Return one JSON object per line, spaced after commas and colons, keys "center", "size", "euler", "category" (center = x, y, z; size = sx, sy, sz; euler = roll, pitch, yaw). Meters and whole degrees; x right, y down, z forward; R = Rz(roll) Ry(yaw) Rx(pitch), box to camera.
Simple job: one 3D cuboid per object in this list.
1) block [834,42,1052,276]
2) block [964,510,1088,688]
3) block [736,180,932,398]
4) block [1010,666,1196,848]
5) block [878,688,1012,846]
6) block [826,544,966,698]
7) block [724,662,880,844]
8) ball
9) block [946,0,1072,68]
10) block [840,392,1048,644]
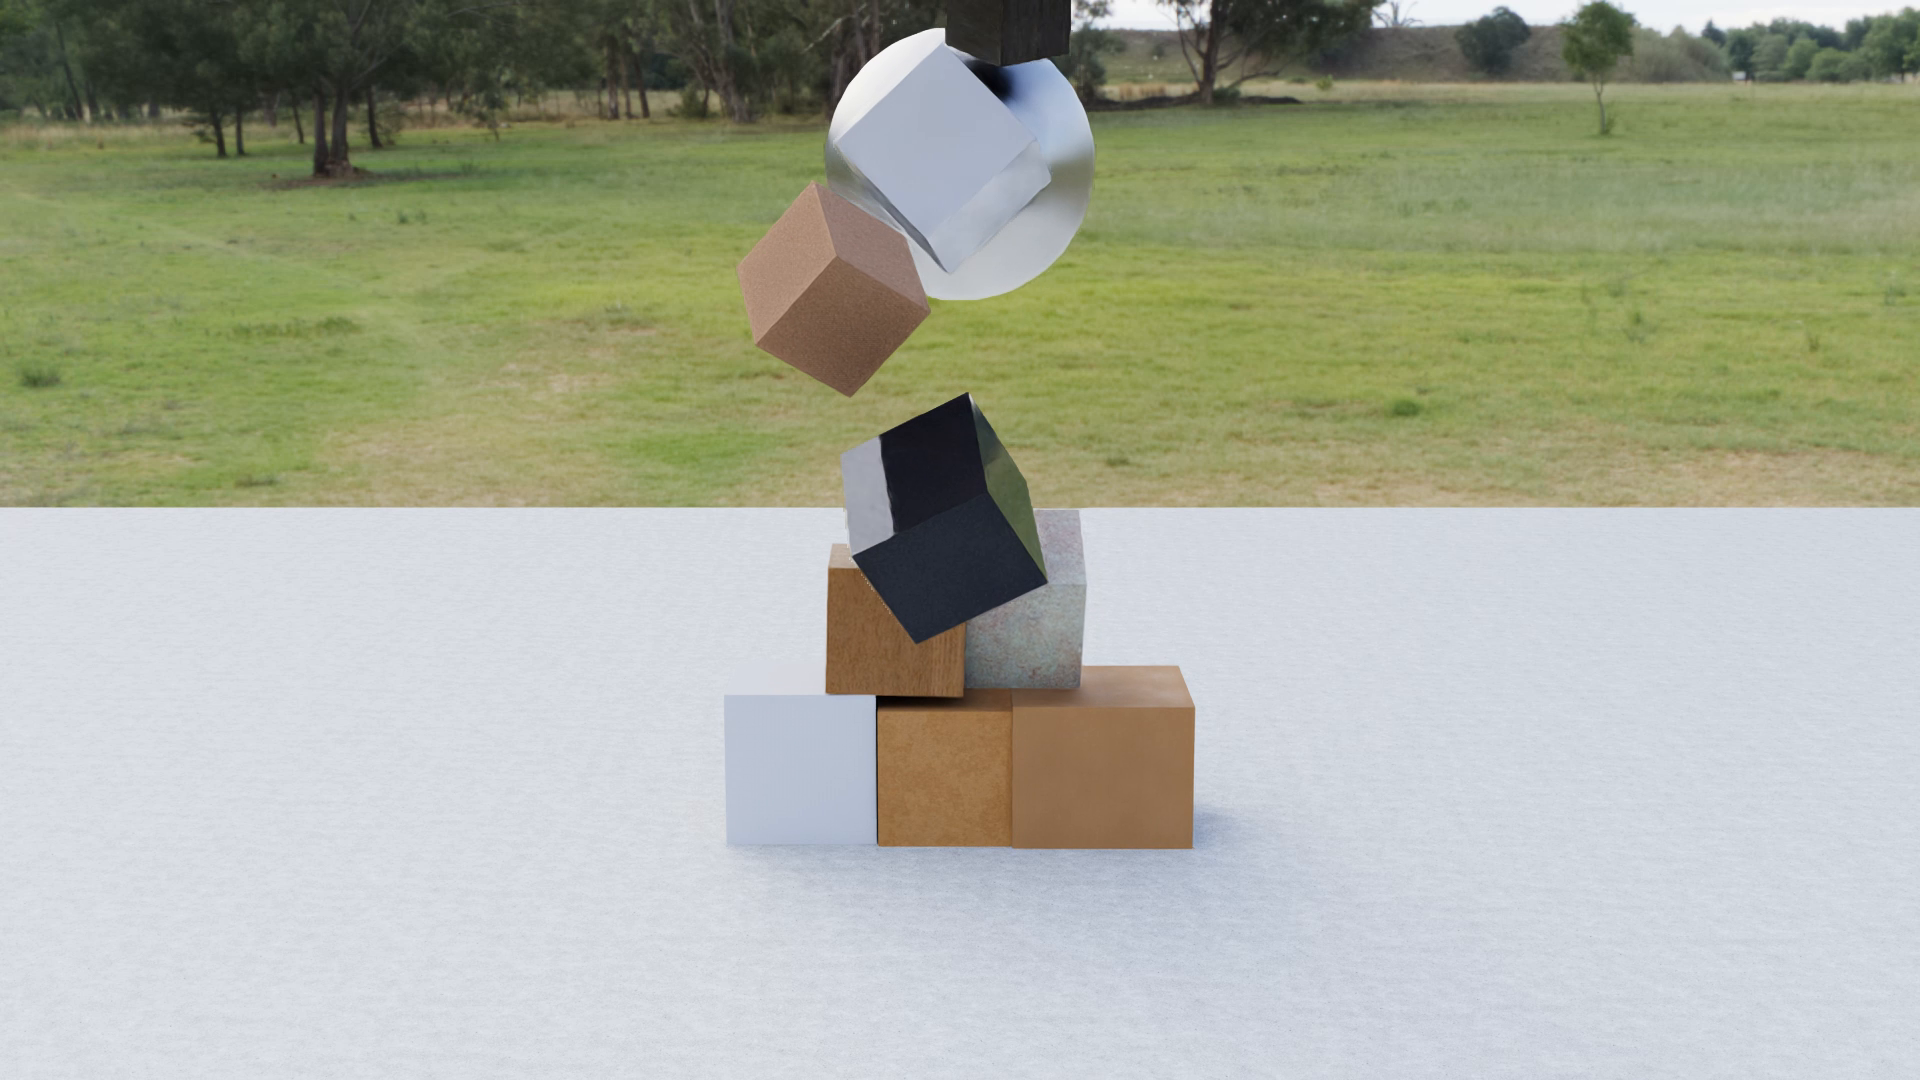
{"center": [-0.076, -2.027, 11.790], "size": [0.733, 0.773, 0.731], "euler": [47, 1, 12], "category": "block"}
{"center": [0.320, 0.300, 11.336], "size": [0.593, 0.668, 0.650], "euler": [0, 35, -2], "category": "block"}
{"center": [-0.617, -1.208, 10.609], "size": [0.593, 0.607, 0.640], "euler": [28, 29, -35], "category": "block"}
{"center": [0.716, 1.111, 11.409], "size": [0.907, 0.732, 0.882], "euler": [0, 10, 0], "category": "block"}
{"center": [-0.075, 1.131, 11.389], "size": [0.672, 0.701, 0.769], "euler": [0, 10, 0], "category": "block"}
{"center": [-0.326, 0.401, 11.241], "size": [0.690, 0.640, 0.666], "euler": [2, 10, -2], "category": "block"}
{"center": [-0.800, 1.090, 11.396], "size": [0.759, 0.778, 0.719], "euler": [0, 10, 0], "category": "block"}
{"center": [0.000, -2.216, 12.997], "size": [1.600, 1.600, 1.600], "euler": [0, 10, 0], "category": "ball"}
{"center": [0.269, -2.931, 12.114], "size": [0.484, 0.459, 0.497], "euler": [-19, 35, -32], "category": "block"}
{"center": [-0.084, -0.108, 10.464], "size": [0.704, 0.633, 0.788], "euler": [-25, 37, 12], "category": "block"}
